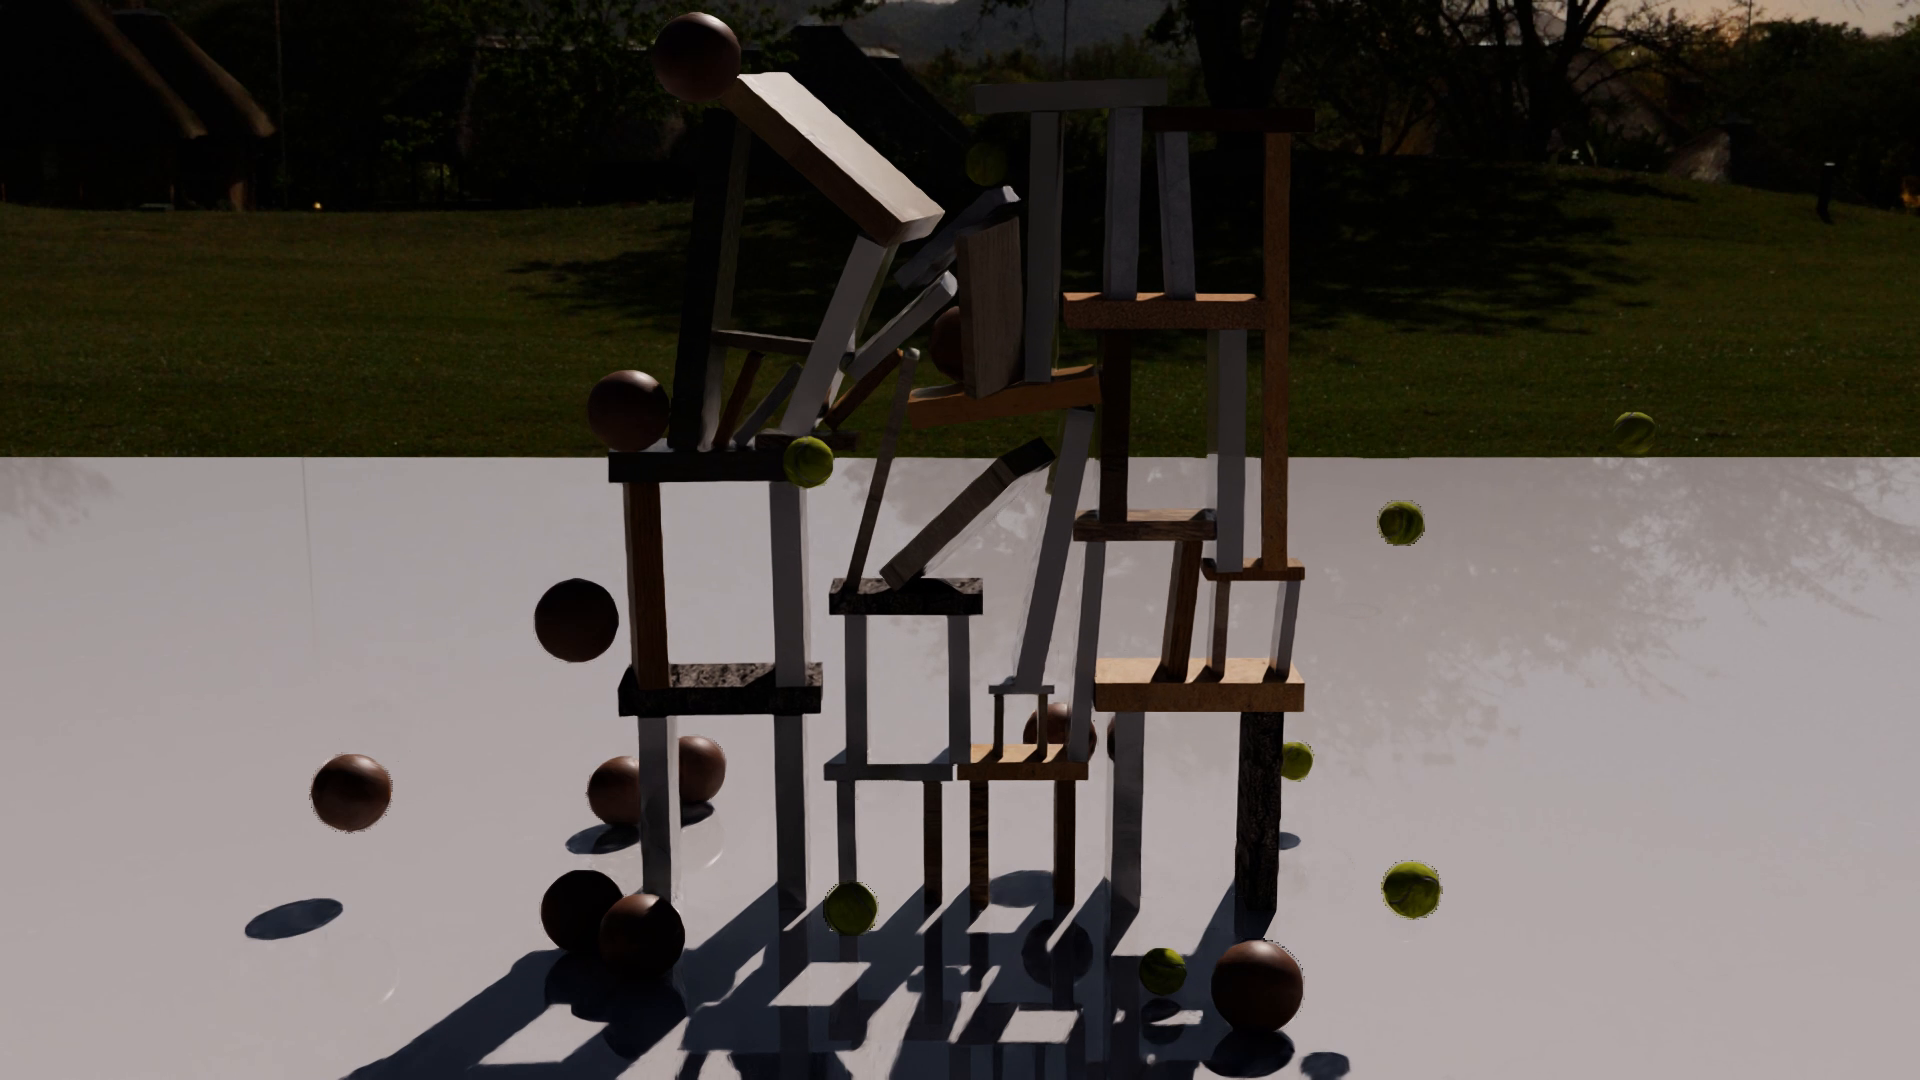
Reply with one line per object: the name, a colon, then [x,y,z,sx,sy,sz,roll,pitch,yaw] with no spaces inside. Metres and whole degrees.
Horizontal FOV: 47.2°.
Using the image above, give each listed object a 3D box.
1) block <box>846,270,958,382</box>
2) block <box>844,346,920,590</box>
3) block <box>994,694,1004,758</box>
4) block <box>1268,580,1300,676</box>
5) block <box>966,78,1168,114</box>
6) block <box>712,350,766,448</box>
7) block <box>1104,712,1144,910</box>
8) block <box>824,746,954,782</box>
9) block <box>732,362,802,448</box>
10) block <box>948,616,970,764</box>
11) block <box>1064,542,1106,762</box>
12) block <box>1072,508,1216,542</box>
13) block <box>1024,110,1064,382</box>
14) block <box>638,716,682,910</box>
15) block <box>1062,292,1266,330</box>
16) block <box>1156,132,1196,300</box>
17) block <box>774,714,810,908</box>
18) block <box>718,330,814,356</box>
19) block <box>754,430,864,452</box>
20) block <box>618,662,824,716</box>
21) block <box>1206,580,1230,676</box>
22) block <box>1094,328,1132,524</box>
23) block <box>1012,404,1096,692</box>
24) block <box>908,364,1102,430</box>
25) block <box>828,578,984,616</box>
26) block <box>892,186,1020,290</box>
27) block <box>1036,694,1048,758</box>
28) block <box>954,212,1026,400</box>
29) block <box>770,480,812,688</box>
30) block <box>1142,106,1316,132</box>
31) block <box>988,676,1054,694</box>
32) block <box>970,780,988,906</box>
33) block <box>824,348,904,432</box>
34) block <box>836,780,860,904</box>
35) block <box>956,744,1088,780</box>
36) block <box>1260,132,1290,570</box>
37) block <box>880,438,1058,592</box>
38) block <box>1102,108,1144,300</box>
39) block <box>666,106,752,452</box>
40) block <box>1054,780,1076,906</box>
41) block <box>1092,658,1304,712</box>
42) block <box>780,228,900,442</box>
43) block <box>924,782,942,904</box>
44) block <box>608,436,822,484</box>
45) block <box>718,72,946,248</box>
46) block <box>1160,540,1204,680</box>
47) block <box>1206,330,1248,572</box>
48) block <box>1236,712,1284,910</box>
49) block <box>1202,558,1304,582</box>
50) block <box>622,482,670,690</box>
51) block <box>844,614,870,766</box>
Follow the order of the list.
block: [-0.091,-0.340,3.489,0.206,0.029,0.103,-40,11,17]
block: [-0.125,-0.114,3.519,0.023,0.389,0.081,14,16,-3]
block: [0.063,0.298,3.614,0.015,0.107,0.054,1,11,0]
block: [0.529,0.136,3.588,0.022,0.157,0.078,5,11,-1]
block: [0.164,-0.691,3.416,0.293,0.042,0.147,-3,12,-4]
block: [-0.353,-0.225,3.505,0.022,0.155,0.077,23,10,-4]
block: [0.271,0.425,3.640,0.047,0.335,0.167,1,11,0]
block: [-0.117,0.368,3.630,0.210,0.030,0.105,0,11,0]
block: [-0.305,-0.217,3.519,0.022,0.155,0.077,40,5,-9]
block: [-0.001,0.230,3.597,0.035,0.247,0.123,0,11,0]
block: [0.204,0.171,3.590,0.032,0.364,0.112,4,11,-1]
block: [0.293,-0.025,3.554,0.225,0.032,0.113,0,11,0]
block: [0.133,-0.464,3.455,0.042,0.415,0.147,2,13,6]
block: [-0.496,0.430,3.639,0.046,0.325,0.162,-1,11,-1]
block: [0.321,-0.364,3.489,0.308,0.044,0.154,0,11,0]
block: [0.339,-0.512,3.459,0.036,0.257,0.128,-4,11,0]
block: [-0.277,0.428,3.647,0.046,0.325,0.162,-1,10,-1]
block: [-0.304,-0.315,3.514,0.155,0.022,0.077,7,8,3]
block: [-0.240,-0.159,3.505,0.161,0.023,0.081,1,10,6]
block: [-0.390,0.245,3.621,0.325,0.046,0.162,-1,10,-2]
block: [0.420,0.136,3.587,0.022,0.157,0.078,2,11,0]
block: [0.244,-0.192,3.524,0.044,0.308,0.154,1,11,0]
block: [0.149,0.004,3.556,0.043,0.461,0.151,10,11,-2]
block: [0.070,-0.229,3.509,0.301,0.043,0.151,-8,12,1]
block: [-0.086,0.091,3.572,0.247,0.035,0.123,0,11,0]
block: [-0.005,-0.469,3.413,0.206,0.029,0.103,-39,-4,24]
block: [0.135,0.298,3.614,0.015,0.107,0.054,0,11,0]
block: [0.048,-0.358,3.372,0.103,0.274,0.029,-26,38,-32]
block: [-0.275,0.057,3.587,0.047,0.335,0.167,-1,10,0]
block: [0.416,-0.656,3.432,0.256,0.036,0.128,1,11,0]
block: [0.099,0.238,3.600,0.107,0.015,0.054,0,12,-1]
block: [0.031,0.486,3.645,0.030,0.213,0.107,0,11,0]
block: [-0.155,-0.246,3.525,0.023,0.161,0.081,43,8,-10]
block: [-0.185,0.486,3.653,0.030,0.210,0.105,-1,11,0]
block: [0.102,0.366,3.623,0.213,0.030,0.107,0,11,0]
block: [0.501,-0.300,3.498,0.036,0.686,0.128,0,11,5]
block: [0.012,-0.040,3.509,0.301,0.043,0.151,-43,-7,30]
block: [0.256,-0.531,3.463,0.042,0.293,0.147,1,11,-1]
block: [-0.394,-0.414,3.482,0.049,0.528,0.172,8,10,3]
block: [0.173,0.486,3.646,0.030,0.213,0.107,0,11,0]
block: [0.384,0.237,3.605,0.335,0.047,0.167,0,11,0]
block: [-0.181,-0.338,3.443,0.049,0.344,0.172,25,25,0]
block: [-0.044,0.486,3.653,0.030,0.210,0.105,0,11,0]
block: [-0.394,-0.130,3.541,0.335,0.047,0.167,-1,11,-7]
block: [-0.193,-0.588,3.377,0.344,0.049,0.172,42,25,8]
block: [0.360,0.102,3.578,0.032,0.225,0.113,6,11,-1]
block: [0.426,-0.152,3.530,0.044,0.386,0.154,-1,11,0]
block: [0.495,0.425,3.640,0.047,0.335,0.167,1,11,0]
block: [0.475,0.047,3.571,0.157,0.022,0.078,0,11,0]
block: [-0.511,0.059,3.568,0.047,0.335,0.167,-4,11,-12]
block: [-0.167,0.232,3.599,0.035,0.251,0.123,0,11,0]
